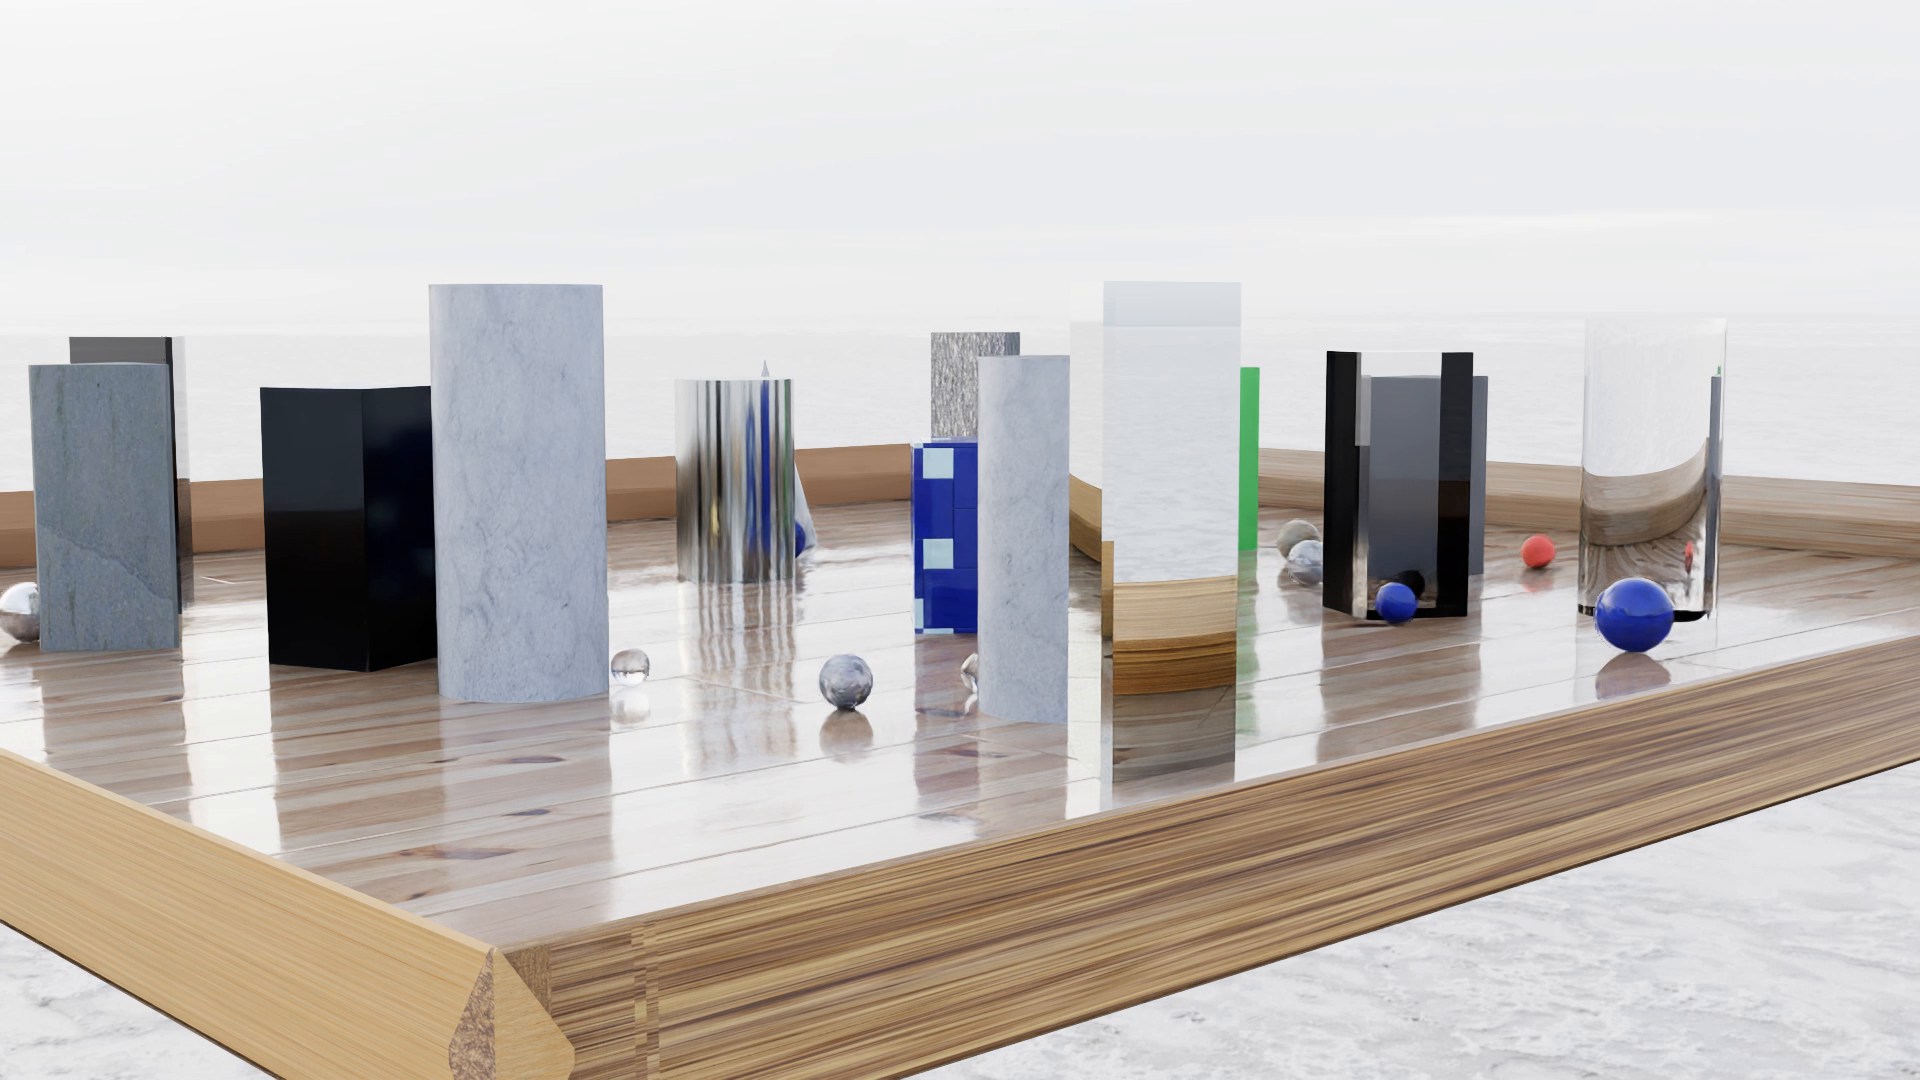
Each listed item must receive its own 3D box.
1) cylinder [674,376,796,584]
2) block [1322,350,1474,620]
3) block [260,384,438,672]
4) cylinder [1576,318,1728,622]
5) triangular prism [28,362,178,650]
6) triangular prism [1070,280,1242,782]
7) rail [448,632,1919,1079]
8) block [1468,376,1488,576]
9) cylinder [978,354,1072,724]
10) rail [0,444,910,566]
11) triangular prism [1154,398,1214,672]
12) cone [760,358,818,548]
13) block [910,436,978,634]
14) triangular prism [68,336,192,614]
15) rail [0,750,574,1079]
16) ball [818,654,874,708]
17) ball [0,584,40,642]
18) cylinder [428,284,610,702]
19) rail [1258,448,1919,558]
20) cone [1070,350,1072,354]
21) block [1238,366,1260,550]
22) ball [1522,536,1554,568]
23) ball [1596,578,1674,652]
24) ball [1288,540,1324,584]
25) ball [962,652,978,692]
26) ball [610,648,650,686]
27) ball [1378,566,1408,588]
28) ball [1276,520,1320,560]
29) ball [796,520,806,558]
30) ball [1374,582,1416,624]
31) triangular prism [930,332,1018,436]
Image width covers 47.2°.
[{"bbox_3d":[-0.377,-0.105,3.690,0.199,0.332,0.199,0,6,0],"label":"cylinder"},{"bbox_3d":[0.645,-0.086,3.253,0.159,0.386,0.159,-2,6,-14],"label":"block"},{"bbox_3d":[-0.769,-0.021,2.805,0.159,0.350,0.159,3,7,25],"label":"block"},{"bbox_3d":[1.016,-0.108,3.233,0.199,0.434,0.199,0,6,0],"label":"cylinder"},{"bbox_3d":[-1.135,-0.050,2.957,0.173,0.375,0.149,-1,6,-9],"label":"triangular prism"},{"bbox_3d":[0.160,-0.016,2.167,0.173,0.472,0.149,-5,8,-38],"label":"triangular prism"},{"bbox_3d":[1.001,0.146,2.253,3.394,0.129,0.045,-5,8,-42],"label":"rail"},{"bbox_3d":[0.778,-0.110,3.721,0.159,0.336,0.159,5,8,42],"label":"block"},{"bbox_3d":[0.119,-0.007,2.459,0.199,0.394,0.199,0,6,0],"label":"cylinder"},{"bbox_3d":[-1.001,-0.079,4.410,3.394,0.129,0.045,-5,8,-42],"label":"rail"},{"bbox_3d":[0.216,-0.012,2.798,0.149,0.333,0.173,4,7,33],"label":"triangular prism"},{"bbox_3d":[-0.370,-0.169,4.191,0.199,0.356,0.199,0,6,0],"label":"cone"},{"bbox_3d":[0.012,-0.010,3.114,0.159,0.264,0.159,0,6,-3],"label":"block"},{"bbox_3d":[-1.209,-0.102,3.309,0.173,0.407,0.149,2,6,17],"label":"triangular prism"},{"bbox_3d":[-1.230,0.151,2.203,0.045,0.129,2.998,-5,8,-42],"label":"rail"},{"bbox_3d":[-0.128,0.159,2.470,0.062,0.062,0.062,0,6,0],"label":"ball"},{"bbox_3d":[-1.258,0.098,2.968,0.078,0.078,0.078,0,6,0],"label":"ball"},{"bbox_3d":[-0.516,-0.061,2.583,0.199,0.475,0.199,0,6,0],"label":"cylinder"},{"bbox_3d":[1.230,-0.084,4.460,0.045,0.129,2.998,-5,8,-42],"label":"rail"},{"bbox_3d":[0.222,-0.197,4.352,0.199,0.378,0.199,0,6,0],"label":"cone"},{"bbox_3d":[0.446,-0.154,4.122,0.159,0.341,0.159,-4,7,-35],"label":"block"},{"bbox_3d":[1.003,0.021,3.818,0.056,0.056,0.056,0,6,0],"label":"ball"},{"bbox_3d":[0.882,0.098,2.874,0.098,0.098,0.098,0,6,0],"label":"ball"},{"bbox_3d":[0.571,0.036,3.585,0.074,0.074,0.074,0,6,0],"label":"ball"},{"bbox_3d":[0.025,0.155,2.573,0.048,0.048,0.048,0,6,0],"label":"ball"},{"bbox_3d":[-0.392,0.151,2.613,0.047,0.047,0.047,0,6,0],"label":"ball"},{"bbox_3d":[0.680,0.064,3.448,0.048,0.048,0.048,0,6,0],"label":"ball"},{"bbox_3d":[0.599,0.003,3.893,0.077,0.077,0.077,0,6,0],"label":"ball"},{"bbox_3d":[-0.315,-0.003,3.907,0.085,0.085,0.085,0,6,0],"label":"ball"},{"bbox_3d":[0.622,0.090,3.142,0.059,0.059,0.059,0,6,0],"label":"ball"},{"bbox_3d":[0.061,-0.174,3.999,0.173,0.406,0.149,5,7,37],"label":"triangular prism"}]
